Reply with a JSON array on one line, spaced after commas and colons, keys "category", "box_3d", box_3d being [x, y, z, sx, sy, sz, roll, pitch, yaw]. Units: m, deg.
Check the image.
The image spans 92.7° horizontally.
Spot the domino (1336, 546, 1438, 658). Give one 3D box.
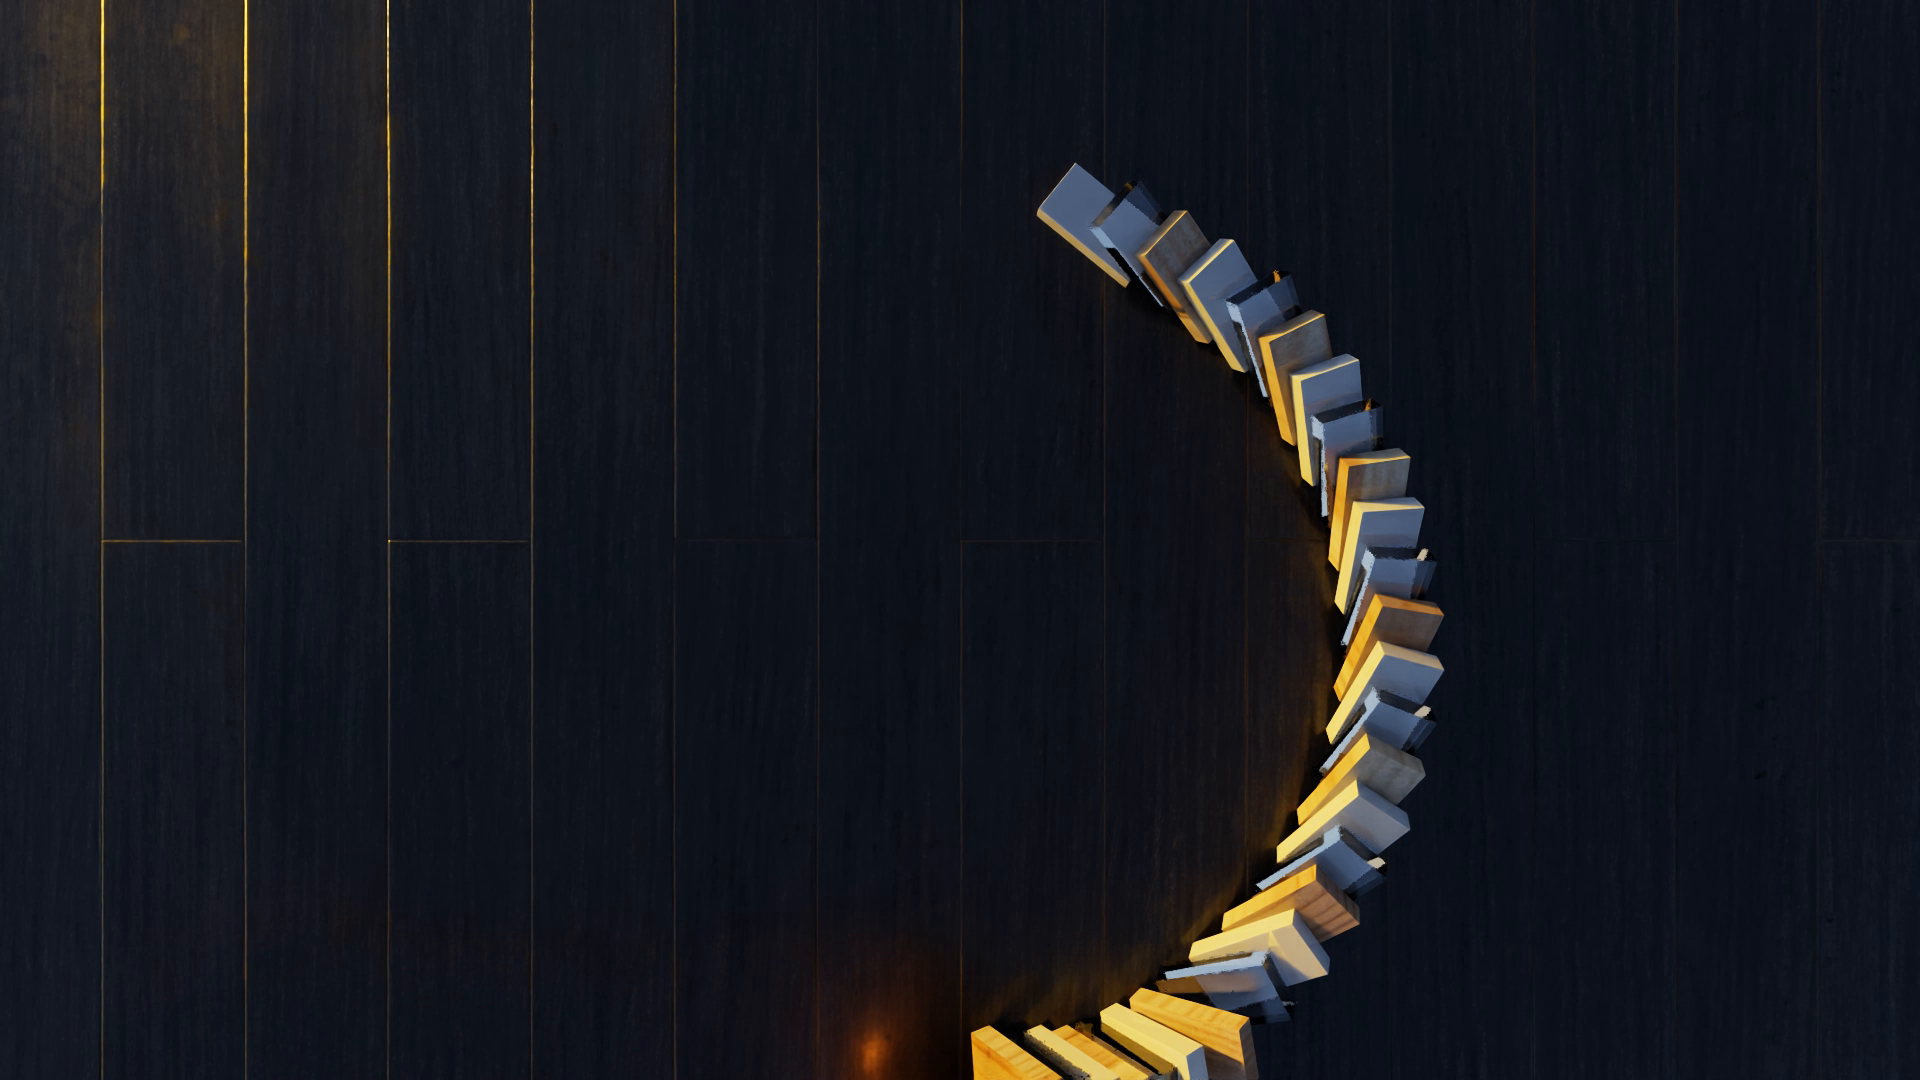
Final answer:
[{"category": "domino", "box_3d": [0.178, 0.027, 0.383, 0.025, 0.010, 0.050, 3, 120, 0]}]

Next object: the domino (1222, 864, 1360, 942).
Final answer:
[{"category": "domino", "box_3d": [0.138, 0.158, 0.383, 0.025, 0.010, 0.050, 45, 121, 0]}]

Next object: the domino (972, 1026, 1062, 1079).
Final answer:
[{"category": "domino", "box_3d": [0.023, 0.224, 0.376, 0.009, 0.050, 0.025, -4, 90, -33]}]

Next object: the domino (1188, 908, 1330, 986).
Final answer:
[{"category": "domino", "box_3d": [0.125, 0.175, 0.383, 0.050, 0.010, 0.025, -36, 90, 30]}]

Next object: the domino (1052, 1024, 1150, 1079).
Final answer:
[{"category": "domino", "box_3d": [0.057, 0.223, 0.376, 0.009, 0.050, 0.025, -4, 90, -33]}]

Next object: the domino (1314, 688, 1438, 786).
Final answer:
[{"category": "domino", "box_3d": [0.173, 0.087, 0.383, 0.025, 0.009, 0.050, 21, 120, 0]}]

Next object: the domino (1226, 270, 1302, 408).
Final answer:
[{"category": "domino", "box_3d": [0.131, -0.084, 0.383, 0.025, 0.010, 0.050, -31, 120, 0]}]

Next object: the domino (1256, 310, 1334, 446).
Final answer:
[{"category": "domino", "box_3d": [0.143, -0.067, 0.383, 0.025, 0.009, 0.050, -26, 120, 0]}]

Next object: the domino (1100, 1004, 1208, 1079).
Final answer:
[{"category": "domino", "box_3d": [0.080, 0.213, 0.376, 0.010, 0.050, 0.025, -10, 90, -33]}]

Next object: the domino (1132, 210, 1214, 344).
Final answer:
[{"category": "domino", "box_3d": [0.097, -0.110, 0.384, 0.025, 0.009, 0.050, -47, 118, 0]}]

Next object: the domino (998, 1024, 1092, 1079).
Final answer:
[{"category": "domino", "box_3d": [0.034, 0.223, 0.376, 0.009, 0.050, 0.025, -4, 90, -33]}]

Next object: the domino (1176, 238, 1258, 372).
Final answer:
[{"category": "domino", "box_3d": [0.114, -0.098, 0.384, 0.025, 0.010, 0.050, -43, 119, 0]}]

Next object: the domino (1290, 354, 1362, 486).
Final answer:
[{"category": "domino", "box_3d": [0.155, -0.050, 0.384, 0.025, 0.009, 0.050, -19, 120, 0]}]

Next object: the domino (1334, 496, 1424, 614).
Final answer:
[{"category": "domino", "box_3d": [0.175, 0.007, 0.383, 0.025, 0.010, 0.050, -4, 120, 0]}]

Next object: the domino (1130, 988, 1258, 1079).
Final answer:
[{"category": "domino", "box_3d": [0.096, 0.206, 0.379, 0.050, 0.010, 0.025, -7, 94, 43]}]

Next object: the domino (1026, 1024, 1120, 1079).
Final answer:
[{"category": "domino", "box_3d": [0.046, 0.223, 0.376, 0.010, 0.050, 0.025, -4, 90, -33]}]

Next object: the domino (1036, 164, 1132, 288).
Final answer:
[{"category": "domino", "box_3d": [0.061, -0.135, 0.395, 0.050, 0.010, 0.025, 39, 90, 0]}]

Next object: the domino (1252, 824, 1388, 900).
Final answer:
[{"category": "domino", "box_3d": [0.149, 0.142, 0.383, 0.025, 0.010, 0.050, 40, 121, 0]}]

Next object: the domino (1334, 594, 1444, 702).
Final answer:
[{"category": "domino", "box_3d": [0.178, 0.047, 0.383, 0.025, 0.009, 0.050, 9, 120, 0]}]

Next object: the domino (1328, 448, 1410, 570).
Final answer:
[{"category": "domino", "box_3d": [0.171, -0.012, 0.383, 0.025, 0.009, 0.050, -8, 120, 0]}]

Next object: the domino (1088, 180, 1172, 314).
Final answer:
[{"category": "domino", "box_3d": [0.079, -0.122, 0.384, 0.050, 0.010, 0.025, 41, 89, -28]}]

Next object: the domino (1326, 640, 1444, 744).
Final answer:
[{"category": "domino", "box_3d": [0.177, 0.067, 0.383, 0.025, 0.010, 0.050, 15, 121, 0]}]

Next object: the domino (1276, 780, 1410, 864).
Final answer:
[{"category": "domino", "box_3d": [0.159, 0.125, 0.383, 0.025, 0.010, 0.050, 33, 121, 0]}]

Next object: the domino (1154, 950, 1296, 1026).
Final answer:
[{"category": "domino", "box_3d": [0.110, 0.189, 0.383, 0.050, 0.010, 0.025, -28, 90, 33]}]

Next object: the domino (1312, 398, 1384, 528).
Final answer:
[{"category": "domino", "box_3d": [0.163, -0.032, 0.383, 0.025, 0.010, 0.050, -16, 120, 0]}]

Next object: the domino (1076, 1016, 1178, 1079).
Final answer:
[{"category": "domino", "box_3d": [0.068, 0.220, 0.376, 0.009, 0.050, 0.025, -4, 90, -33]}]

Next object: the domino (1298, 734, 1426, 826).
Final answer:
[{"category": "domino", "box_3d": [0.167, 0.106, 0.383, 0.025, 0.009, 0.050, 26, 120, 0]}]
